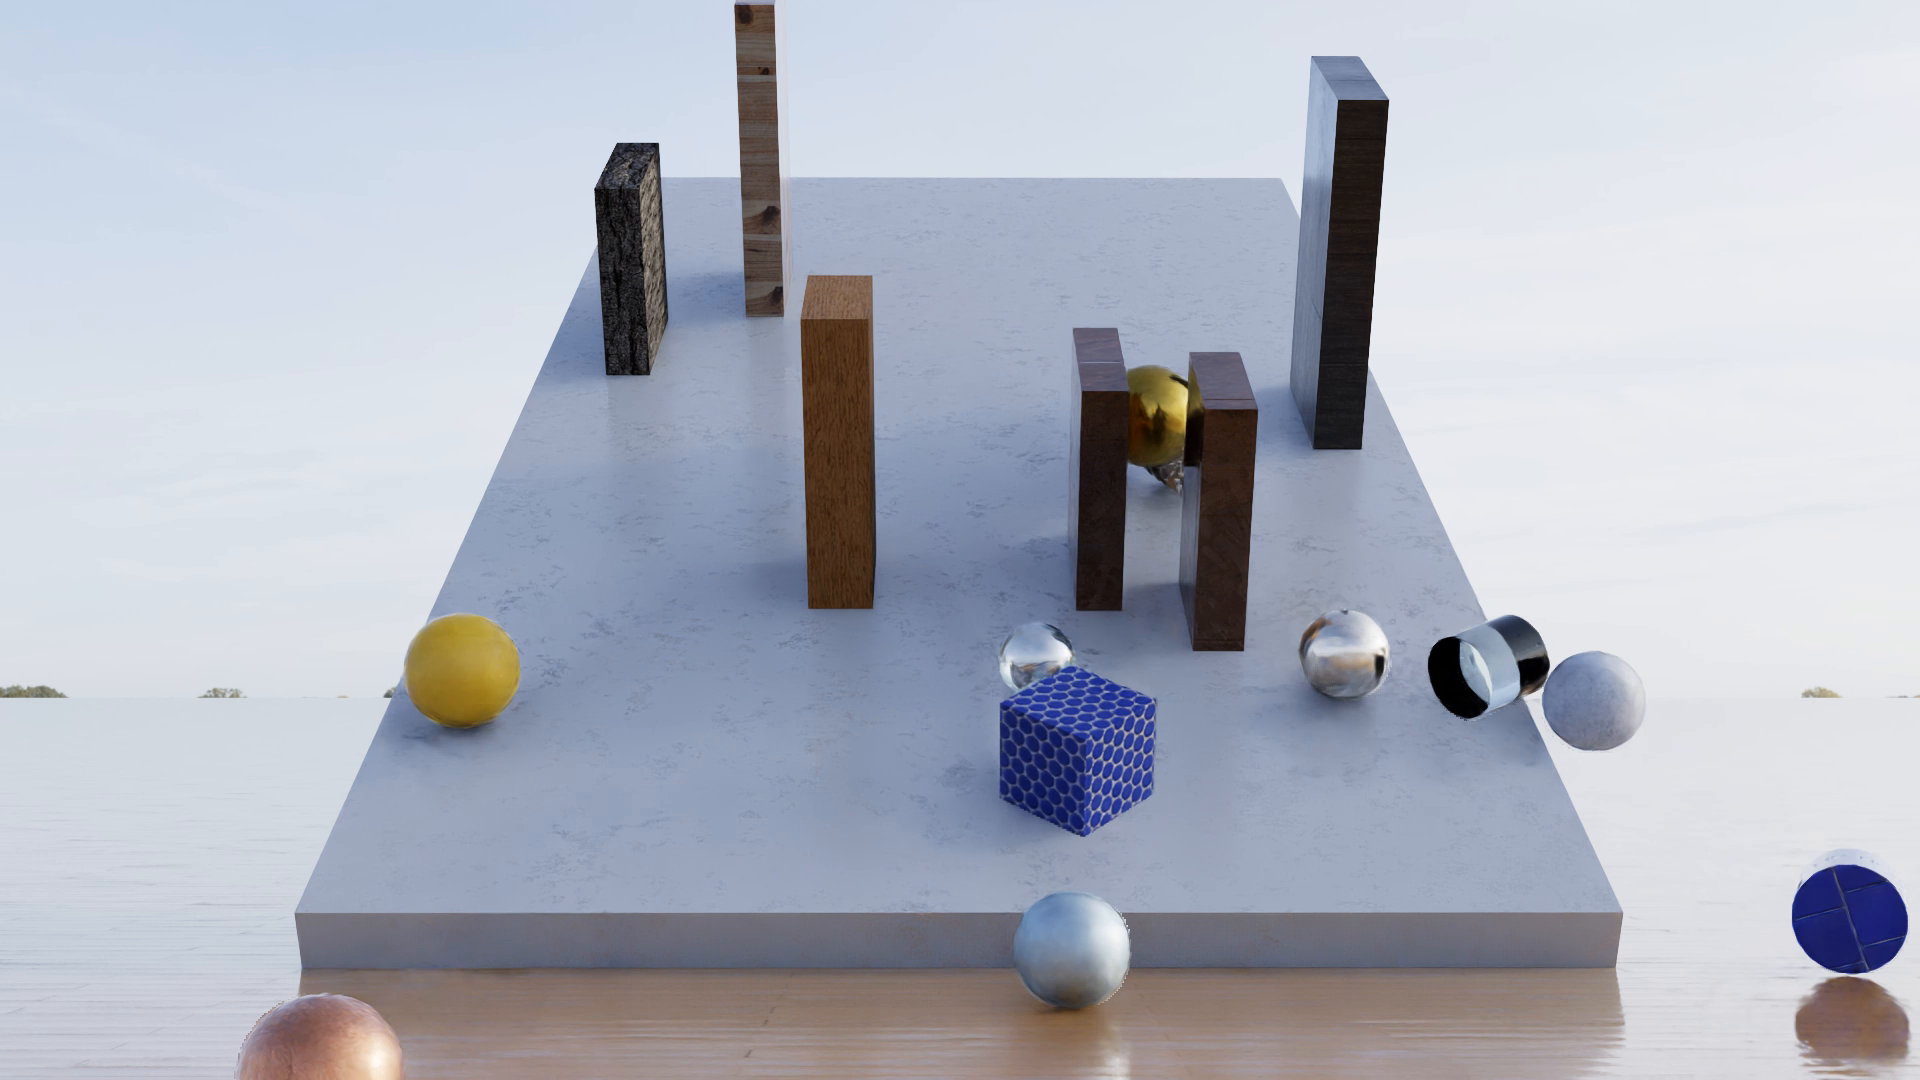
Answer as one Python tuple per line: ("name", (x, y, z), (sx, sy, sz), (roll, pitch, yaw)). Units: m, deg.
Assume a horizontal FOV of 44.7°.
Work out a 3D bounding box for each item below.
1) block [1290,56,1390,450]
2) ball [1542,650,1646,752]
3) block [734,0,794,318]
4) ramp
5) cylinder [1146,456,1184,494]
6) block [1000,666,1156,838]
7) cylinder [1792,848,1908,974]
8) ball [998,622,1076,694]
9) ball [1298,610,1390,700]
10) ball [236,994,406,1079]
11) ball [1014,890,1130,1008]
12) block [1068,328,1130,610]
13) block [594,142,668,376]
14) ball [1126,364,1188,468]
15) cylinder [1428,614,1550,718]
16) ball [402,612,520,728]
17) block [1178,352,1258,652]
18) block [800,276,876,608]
("block", (0.836, -0.639, 5.190), (0.107, 0.785, 0.396), (0, 25, 0))
("ball", (1.085, 0.276, 3.997), (0.173, 0.173, 0.173), (0, -4, 0))
("block", (-0.498, -1.011, 5.980), (0.097, 0.795, 0.383), (0, 25, 0))
("ramp", (-0.009, -0.229, 5.353), (2.000, 0.100, 4.000), (0, 25, 0))
("cylinder", (0.474, -0.186, 4.912), (0.162, 0.162, 0.162), (1, 12, -12))
("block", (0.190, 0.339, 3.784), (0.178, 0.178, 0.178), (21, 32, 38))
("cylinder", (1.351, 0.561, 3.547), (0.163, 0.163, 0.163), (-1, 1, 22))
("ball", (0.136, 0.213, 4.108), (0.137, 0.137, 0.137), (0, -4, 0))
("ball", (0.676, 0.201, 4.109), (0.159, 0.159, 0.159), (0, -4, 0))
("ball", (-0.576, 0.484, 2.109), (0.148, 0.148, 0.148), (0, -4, 0))
("ball", (0.149, 0.545, 3.113), (0.155, 0.155, 0.155), (0, -4, 0))
("block", (0.264, -0.140, 4.506), (0.088, 0.447, 0.344), (0, 25, 0))
("block", (-0.795, -0.688, 5.677), (0.104, 0.459, 0.409), (0, 25, 0))
("ball", (0.384, -0.250, 4.722), (0.208, 0.208, 0.208), (0, -4, 0))
("cylinder", (0.923, 0.220, 4.082), (0.147, 0.147, 0.147), (-17, 6, -33))
("ball", (-0.854, 0.224, 4.005), (0.199, 0.199, 0.199), (0, -4, 0))
("block", (0.475, -0.073, 4.325), (0.094, 0.477, 0.293), (0, 25, 0))
("block", (-0.227, -0.185, 4.440), (0.122, 0.582, 0.251), (0, 25, 0))
